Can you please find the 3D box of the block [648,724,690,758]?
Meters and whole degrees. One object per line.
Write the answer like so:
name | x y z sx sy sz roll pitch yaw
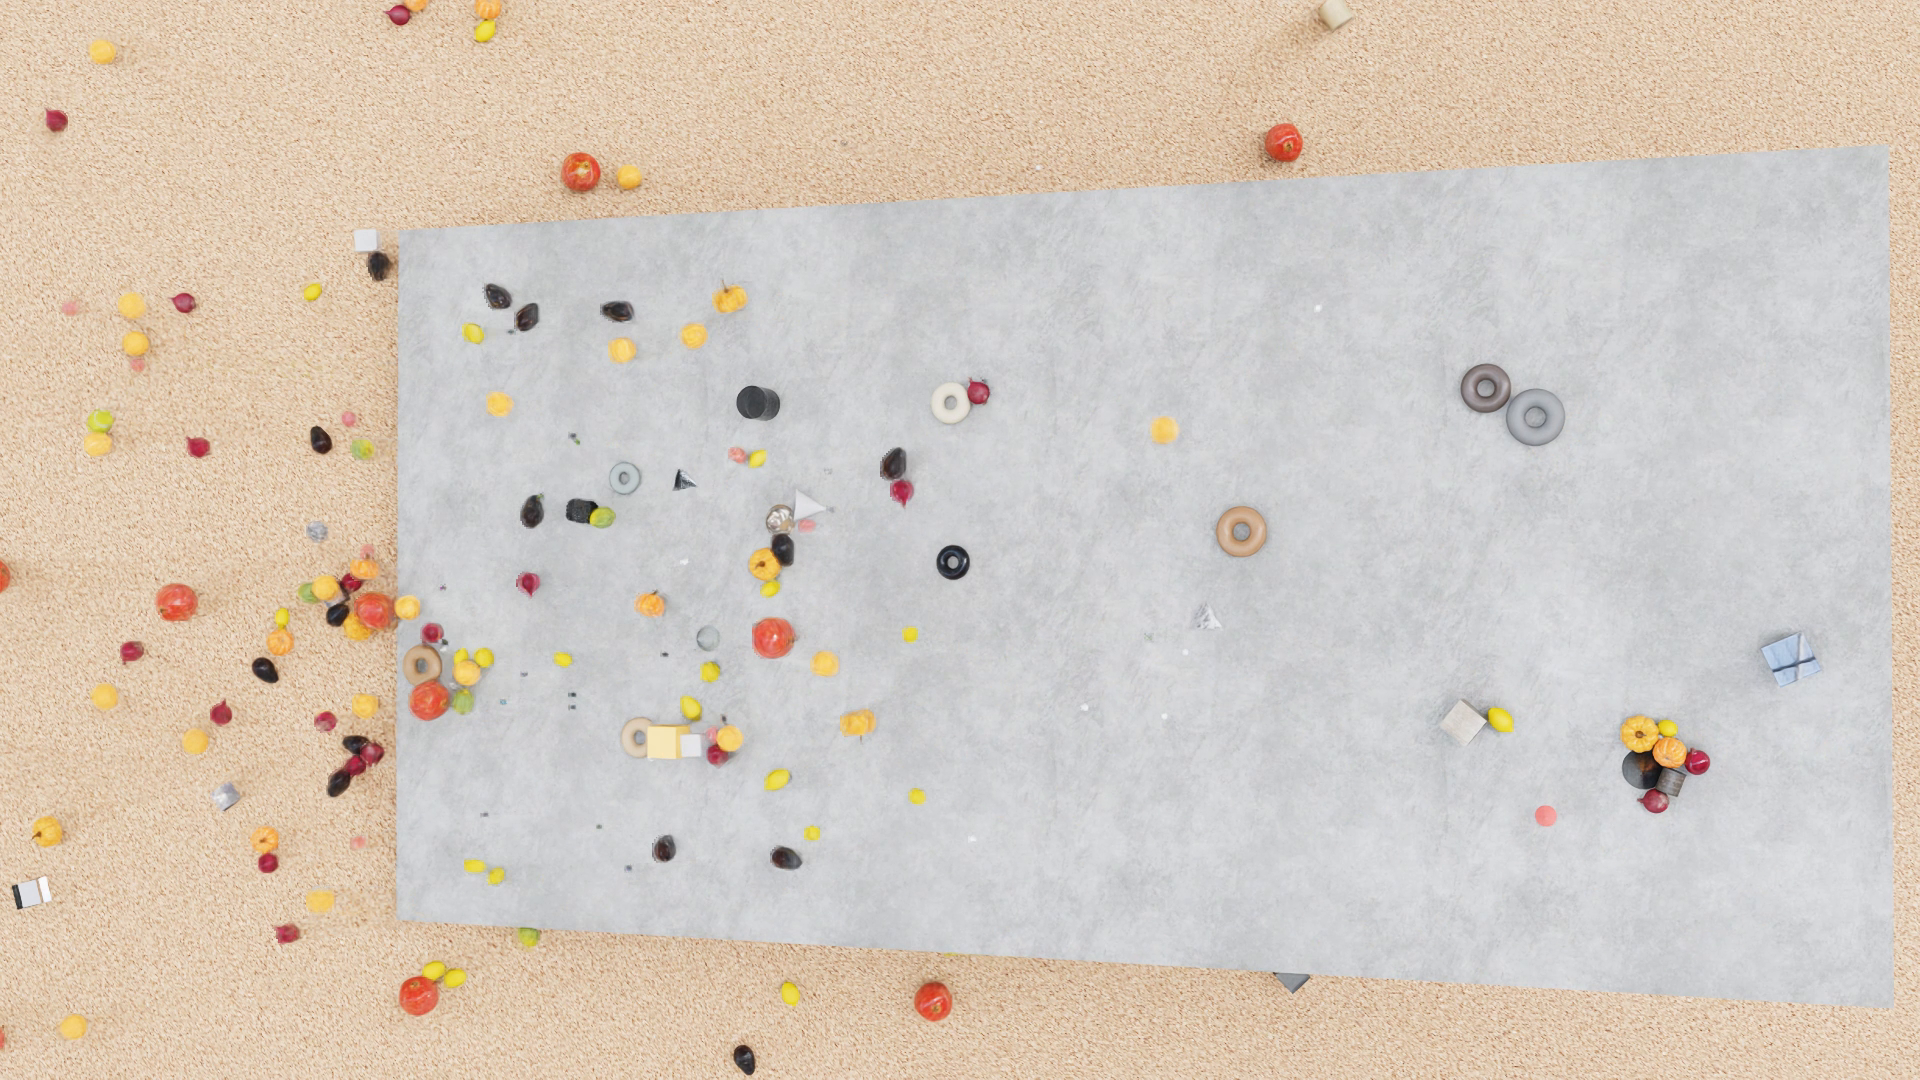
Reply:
block | -0.800 0.553 6.043 0.085 0.085 0.085 0 89 19

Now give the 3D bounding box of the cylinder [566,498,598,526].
cylinder | -1.058 -0.080 6.149 0.065 0.065 0.065 18 89 31

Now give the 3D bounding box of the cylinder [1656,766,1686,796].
cylinder | 1.685 0.573 5.213 0.056 0.056 0.056 22 89 0

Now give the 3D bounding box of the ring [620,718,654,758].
ring | -0.887 0.548 6.097 0.115 0.038 0.115 0 90 18

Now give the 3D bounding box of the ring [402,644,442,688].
ring | -1.546 0.362 6.322 0.125 0.042 0.125 0 90 18

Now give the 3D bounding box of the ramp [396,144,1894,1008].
ramp | 0.278 0.091 5.780 4.000 0.100 2.000 0 89 19

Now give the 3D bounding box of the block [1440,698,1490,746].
block | 1.229 0.444 5.357 0.081 0.081 0.081 40 101 15

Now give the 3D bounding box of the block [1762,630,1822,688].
block | 1.931 0.276 5.111 0.098 0.098 0.098 -26 81 17

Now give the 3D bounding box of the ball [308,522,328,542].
ball | -1.880 -0.021 6.443 0.060 0.060 0.060 0 89 0

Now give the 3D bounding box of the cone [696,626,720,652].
cone | -0.704 0.271 6.020 0.074 0.074 0.074 0 89 19

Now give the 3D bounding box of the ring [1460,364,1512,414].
ring | 1.284 -0.370 5.371 0.122 0.041 0.122 0 91 19

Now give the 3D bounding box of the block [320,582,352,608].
block | -1.830 0.161 6.441 0.058 0.058 0.058 -27 89 0

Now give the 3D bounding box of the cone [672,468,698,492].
cone | -0.753 -0.157 6.066 0.066 0.066 0.066 16 89 -9

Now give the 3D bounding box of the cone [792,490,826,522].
cone | -0.402 -0.088 5.940 0.089 0.089 0.089 5 89 -8

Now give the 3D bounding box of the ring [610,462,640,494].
ring | -0.935 -0.172 6.127 0.092 0.031 0.092 -1 88 18

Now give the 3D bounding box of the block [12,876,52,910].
block | -2.712 1.031 6.422 0.072 0.072 0.072 -14 89 0

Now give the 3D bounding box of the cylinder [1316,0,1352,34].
cylinder | 1.100 -1.543 6.456 0.076 0.076 0.076 -34 89 0

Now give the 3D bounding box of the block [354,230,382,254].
block | -1.737 -0.875 6.454 0.061 0.061 0.061 -4 89 0

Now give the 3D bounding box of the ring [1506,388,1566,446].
ring | 1.395 -0.297 5.329 0.141 0.047 0.141 -1 88 19

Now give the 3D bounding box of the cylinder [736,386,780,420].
cylinder | -0.547 -0.371 5.967 0.090 0.090 0.090 0 89 19

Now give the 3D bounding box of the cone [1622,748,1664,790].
cone | 1.619 0.546 5.213 0.100 0.100 0.100 0 89 19

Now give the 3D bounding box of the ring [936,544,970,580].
ring | -0.018 0.059 5.812 0.094 0.031 0.094 -1 88 19

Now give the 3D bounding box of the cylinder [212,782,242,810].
cylinder | -2.145 0.749 6.432 0.061 0.061 0.061 -36 89 0

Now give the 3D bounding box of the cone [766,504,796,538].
cone | -0.503 -0.052 5.947 0.091 0.091 0.091 0 89 19

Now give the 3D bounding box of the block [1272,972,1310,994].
block | 0.967 1.268 6.419 0.073 0.073 0.073 -44 89 -1

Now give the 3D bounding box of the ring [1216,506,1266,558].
ring | 0.711 -0.021 5.559 0.131 0.044 0.131 -1 88 19

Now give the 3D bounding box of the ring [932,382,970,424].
ring | -0.024 -0.363 5.817 0.112 0.037 0.112 0 89 20

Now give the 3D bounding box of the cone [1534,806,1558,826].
cone | 1.412 0.669 5.306 0.052 0.052 0.052 0 89 19

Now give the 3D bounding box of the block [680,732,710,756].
block | -0.726 0.561 6.031 0.059 0.059 0.059 -4 88 19
